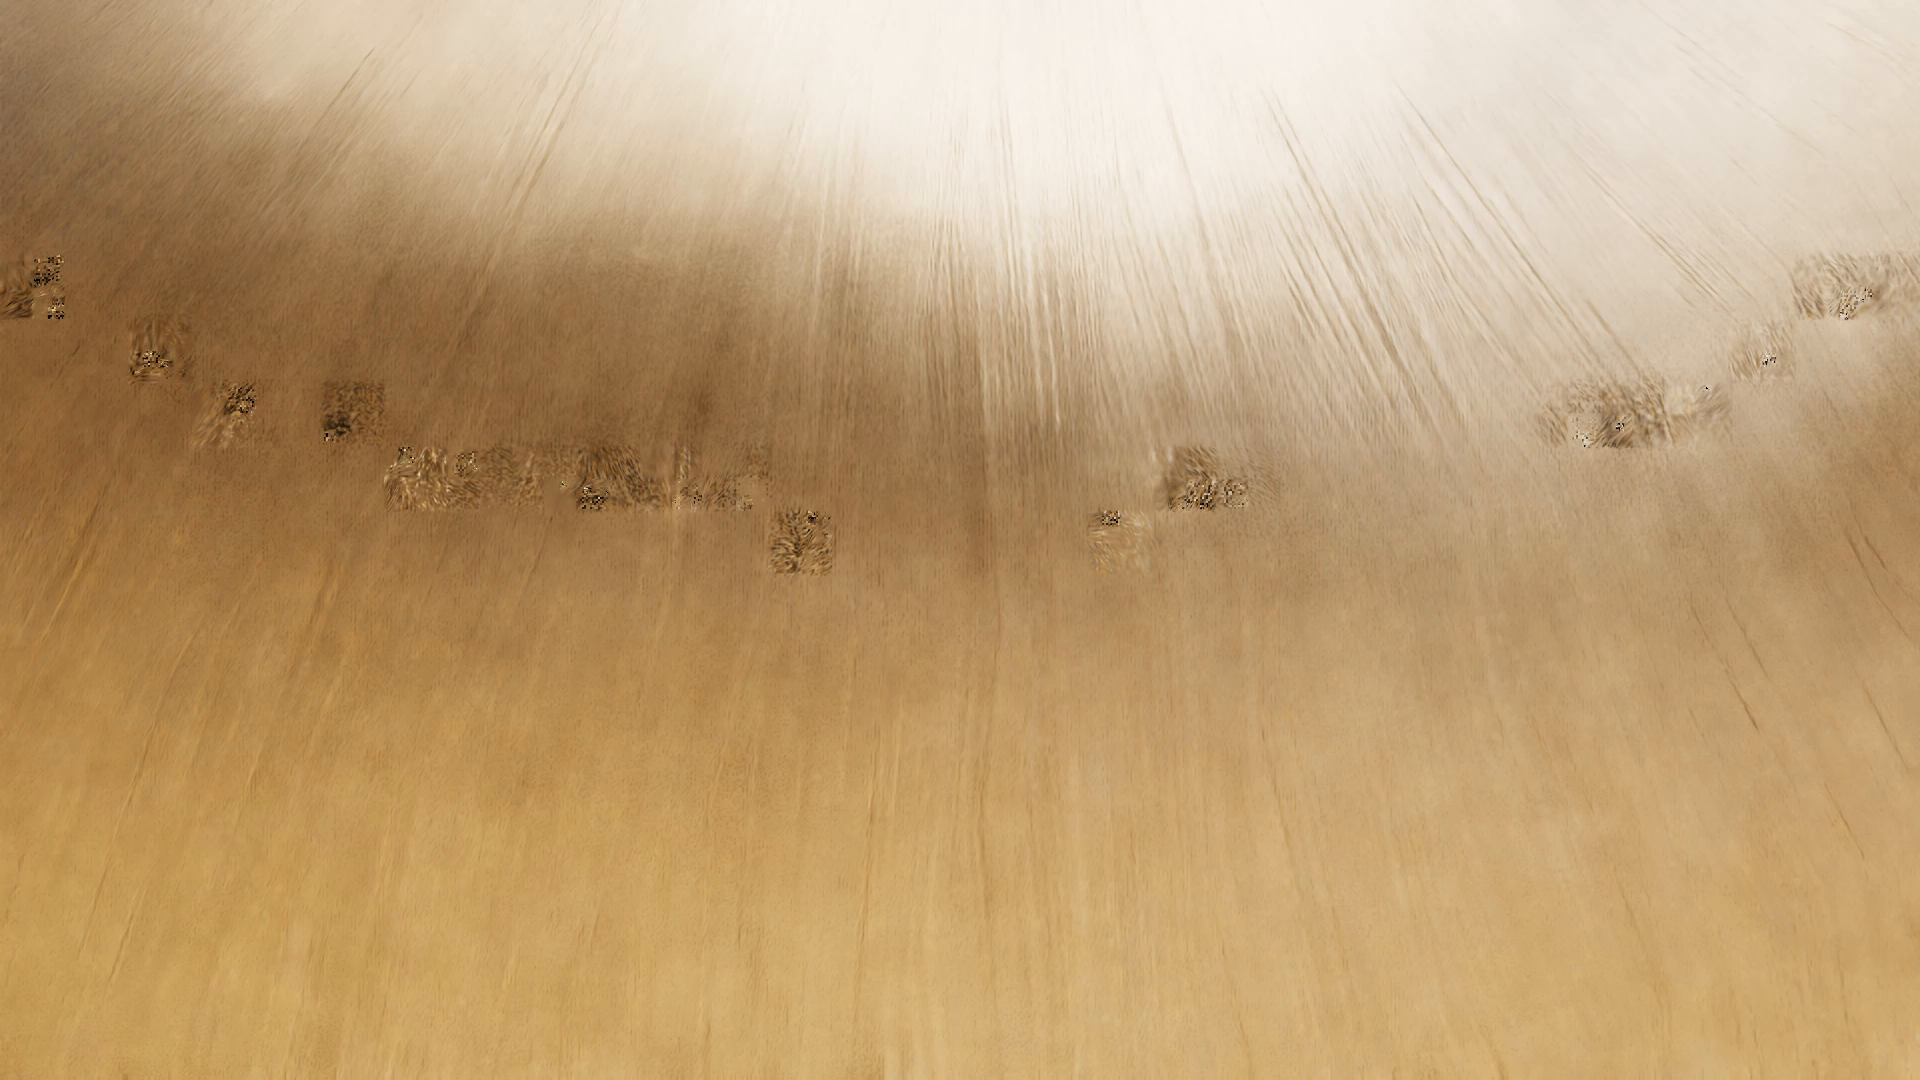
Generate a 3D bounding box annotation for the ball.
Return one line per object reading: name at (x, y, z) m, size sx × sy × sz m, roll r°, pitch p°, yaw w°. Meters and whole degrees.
ball at (0.000, -0.002, 0.056) m, size 0.080 × 0.080 × 0.080 m, roll 0°, pitch 4°, yaw 0°
